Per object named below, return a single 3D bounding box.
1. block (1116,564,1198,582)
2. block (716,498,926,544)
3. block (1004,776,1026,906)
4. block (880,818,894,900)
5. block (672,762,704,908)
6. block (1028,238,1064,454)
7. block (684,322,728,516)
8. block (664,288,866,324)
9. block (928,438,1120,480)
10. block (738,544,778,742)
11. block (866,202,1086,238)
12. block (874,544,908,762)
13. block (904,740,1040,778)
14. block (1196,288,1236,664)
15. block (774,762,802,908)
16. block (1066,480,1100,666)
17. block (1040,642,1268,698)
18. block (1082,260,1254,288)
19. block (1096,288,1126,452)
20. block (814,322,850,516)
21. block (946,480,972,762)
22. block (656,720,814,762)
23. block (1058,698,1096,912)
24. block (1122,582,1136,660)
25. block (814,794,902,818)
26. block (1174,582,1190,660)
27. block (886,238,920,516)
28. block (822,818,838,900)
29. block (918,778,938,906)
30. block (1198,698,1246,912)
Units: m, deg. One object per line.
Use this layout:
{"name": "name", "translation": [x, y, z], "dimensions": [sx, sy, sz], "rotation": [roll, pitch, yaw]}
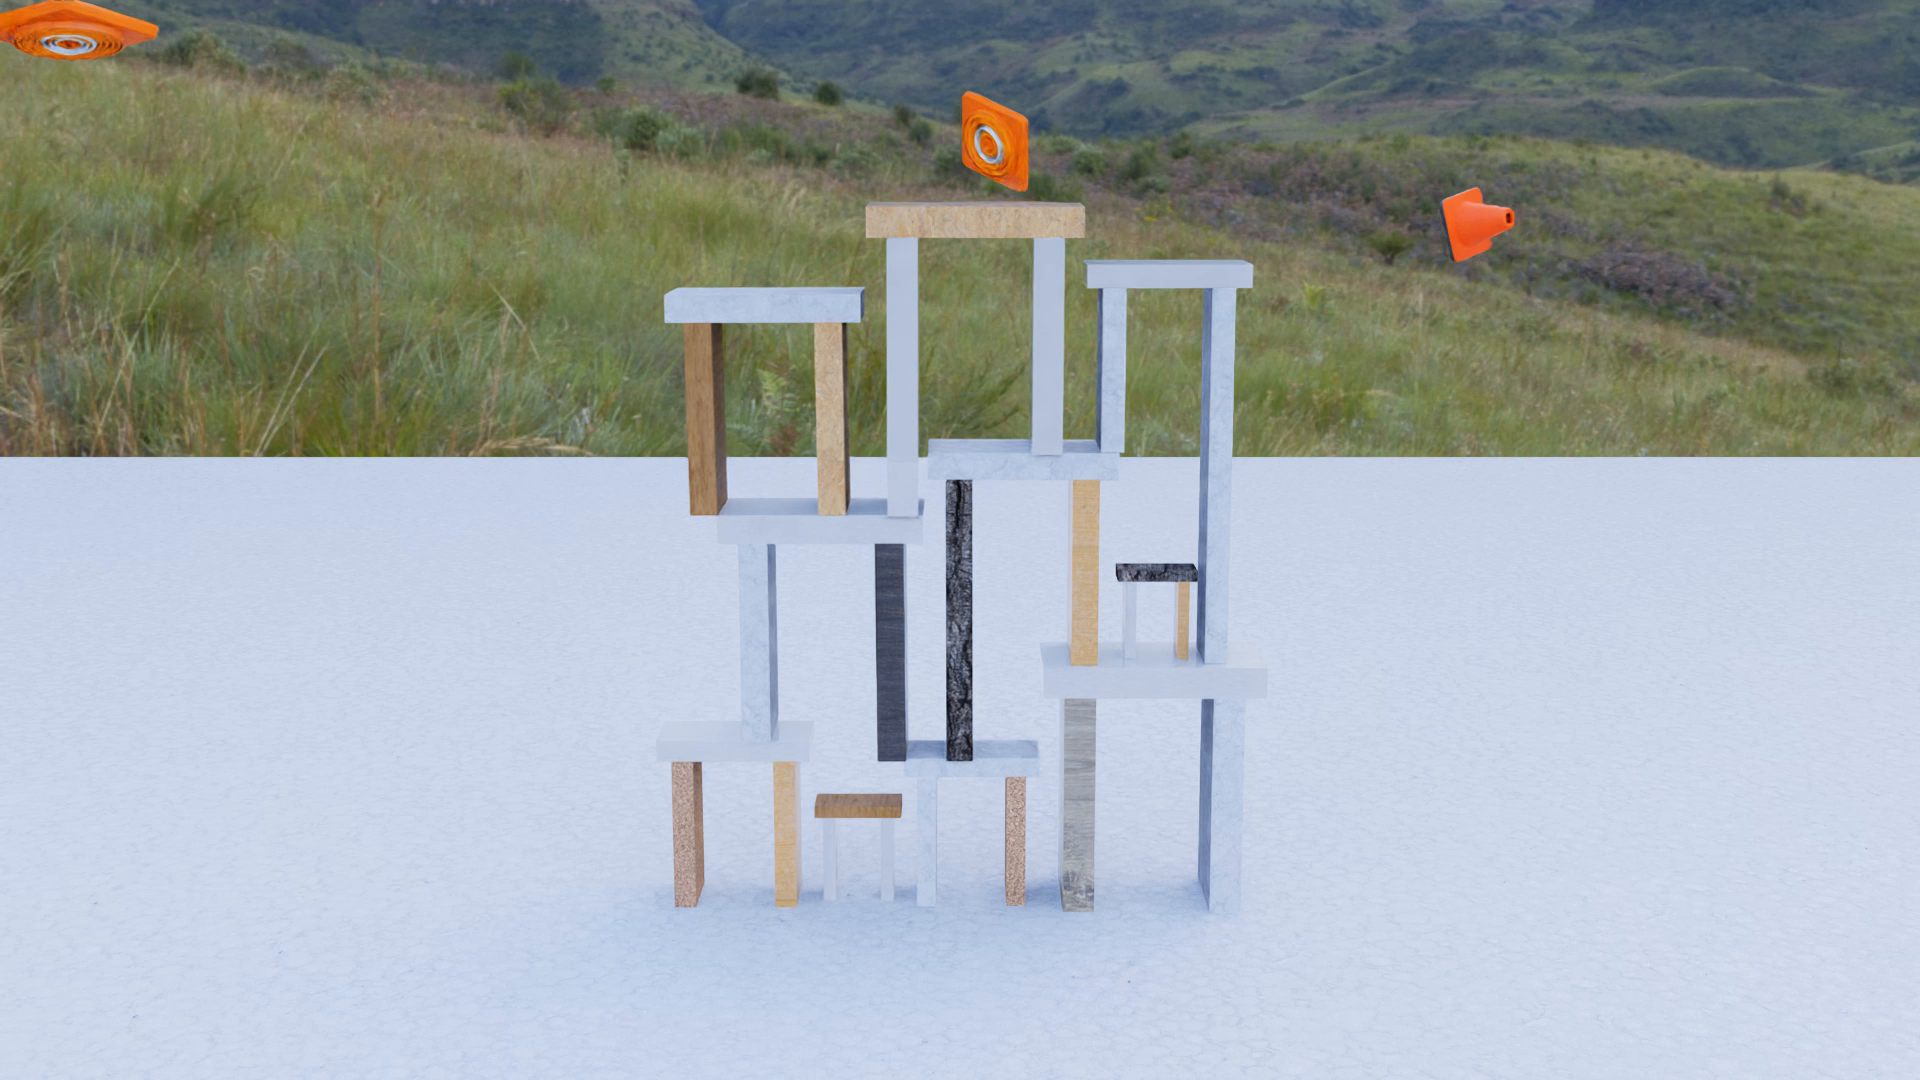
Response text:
{"name": "block", "translation": [0.319, 0.053, 3.572], "dimensions": [0.128, 0.018, 0.064], "rotation": [0, 11, 0]}
{"name": "block", "translation": [-0.221, -0.032, 3.559], "dimensions": [0.326, 0.046, 0.163], "rotation": [0, 11, 0]}
{"name": "block", "translation": [0.091, 0.483, 3.645], "dimensions": [0.031, 0.220, 0.110], "rotation": [0, 11, 0]}
{"name": "block", "translation": [-0.120, 0.520, 3.656], "dimensions": [0.020, 0.142, 0.071], "rotation": [0, 11, 0]}
{"name": "block", "translation": [-0.450, 0.469, 3.642], "dimensions": [0.035, 0.248, 0.124], "rotation": [0, 11, 0]}
{"name": "block", "translation": [0.137, -0.315, 3.494], "dimensions": [0.048, 0.337, 0.168], "rotation": [0, 11, 0]}
{"name": "block", "translation": [-0.406, -0.202, 3.520], "dimensions": [0.043, 0.304, 0.152], "rotation": [-1, 11, 1]}
{"name": "block", "translation": [-0.306, -0.373, 3.487], "dimensions": [0.304, 0.043, 0.152], "rotation": [0, 11, 1]}
{"name": "block", "translation": [0.100, -0.130, 3.536], "dimensions": [0.301, 0.043, 0.151], "rotation": [0, 11, -1]}
{"name": "block", "translation": [-0.329, 0.151, 3.593], "dimensions": [0.046, 0.326, 0.163], "rotation": [0, 11, 0]}
{"name": "block", "translation": [0.024, -0.504, 3.459], "dimensions": [0.337, 0.048, 0.168], "rotation": [0, 11, 0]}
{"name": "block", "translation": [-0.111, 0.167, 3.595], "dimensions": [0.046, 0.358, 0.163], "rotation": [0, 11, 0]}
{"name": "block", "translation": [0.019, 0.359, 3.621], "dimensions": [0.220, 0.031, 0.110], "rotation": [0, 11, 0]}
{"name": "block", "translation": [0.411, -0.108, 3.541], "dimensions": [0.036, 0.602, 0.129], "rotation": [0, 11, 0]}
{"name": "block", "translation": [-0.285, 0.469, 3.642], "dimensions": [0.035, 0.248, 0.124], "rotation": [0, 11, 0]}
{"name": "block", "translation": [0.199, 0.039, 3.569], "dimensions": [0.043, 0.302, 0.151], "rotation": [0, 11, 0]}
{"name": "block", "translation": [0.312, 0.213, 3.600], "dimensions": [0.358, 0.051, 0.179], "rotation": [0, 11, 0]}
{"name": "block", "translation": [0.326, -0.422, 3.482], "dimensions": [0.257, 0.036, 0.129], "rotation": [0, 11, 0]}
{"name": "block", "translation": [0.240, -0.277, 3.508], "dimensions": [0.036, 0.257, 0.129], "rotation": [0, 11, 0]}
{"name": "block", "translation": [-0.203, -0.203, 3.519], "dimensions": [0.043, 0.304, 0.152], "rotation": [0, 11, 0]}
{"name": "block", "translation": [-0.001, 0.117, 3.581], "dimensions": [0.043, 0.460, 0.151], "rotation": [0, 11, 0]}
{"name": "block", "translation": [-0.367, 0.330, 3.616], "dimensions": [0.247, 0.035, 0.124], "rotation": [0, 11, 0]}
{"name": "block", "translation": [0.193, 0.414, 3.637], "dimensions": [0.051, 0.358, 0.179], "rotation": [0, 11, 0]}
{"name": "block", "translation": [0.276, 0.125, 3.585], "dimensions": [0.018, 0.128, 0.064], "rotation": [0, 11, 0]}
{"name": "block", "translation": [-0.168, 0.440, 3.642], "dimensions": [0.142, 0.020, 0.071], "rotation": [0, 11, 0]}
{"name": "block", "translation": [0.361, 0.125, 3.585], "dimensions": [0.018, 0.128, 0.064], "rotation": [0, 11, 0]}
{"name": "block", "translation": [-0.090, -0.267, 3.504], "dimensions": [0.048, 0.435, 0.168], "rotation": [0, 11, 0]}
{"name": "block", "translation": [-0.215, 0.520, 3.656], "dimensions": [0.020, 0.142, 0.071], "rotation": [0, 11, 0]}
{"name": "block", "translation": [-0.054, 0.483, 3.645], "dimensions": [0.031, 0.220, 0.110], "rotation": [0, 11, 0]}
{"name": "block", "translation": [0.432, 0.414, 3.637], "dimensions": [0.051, 0.358, 0.179], "rotation": [0, 11, 0]}
